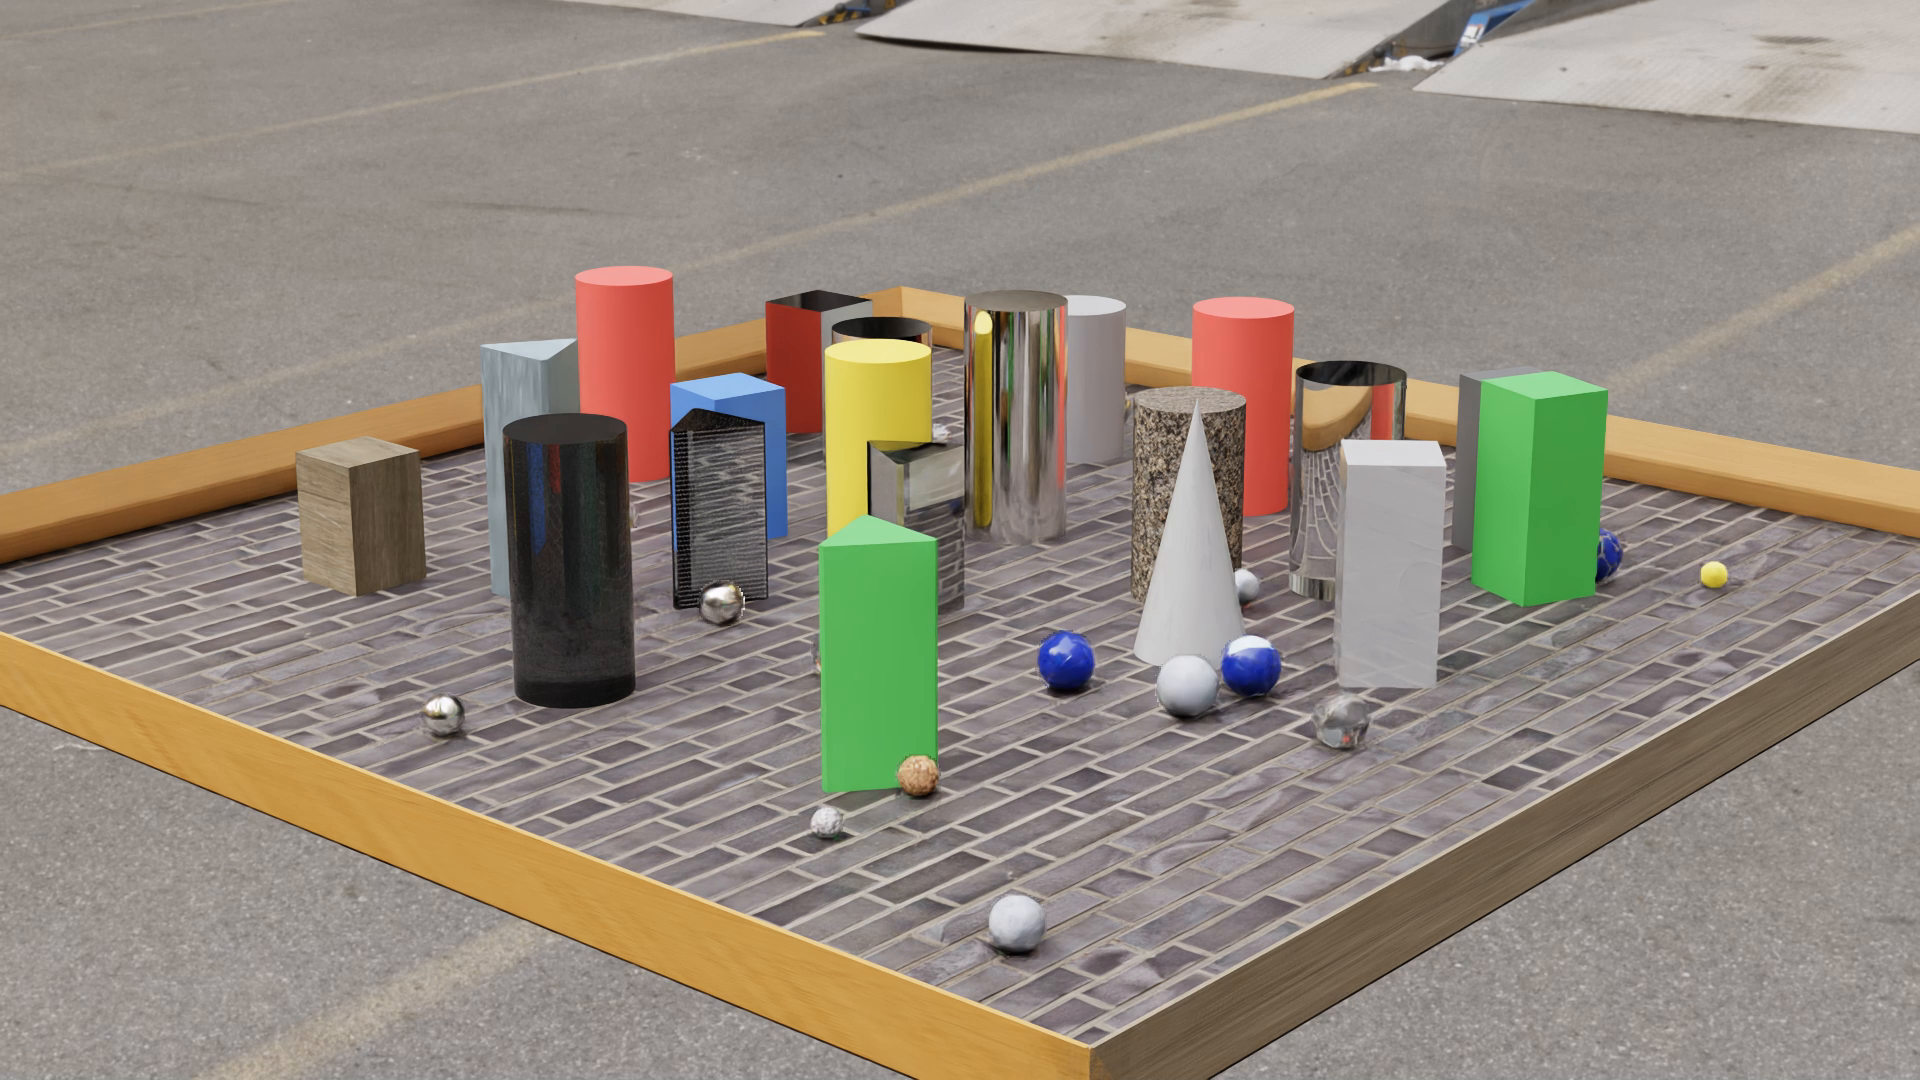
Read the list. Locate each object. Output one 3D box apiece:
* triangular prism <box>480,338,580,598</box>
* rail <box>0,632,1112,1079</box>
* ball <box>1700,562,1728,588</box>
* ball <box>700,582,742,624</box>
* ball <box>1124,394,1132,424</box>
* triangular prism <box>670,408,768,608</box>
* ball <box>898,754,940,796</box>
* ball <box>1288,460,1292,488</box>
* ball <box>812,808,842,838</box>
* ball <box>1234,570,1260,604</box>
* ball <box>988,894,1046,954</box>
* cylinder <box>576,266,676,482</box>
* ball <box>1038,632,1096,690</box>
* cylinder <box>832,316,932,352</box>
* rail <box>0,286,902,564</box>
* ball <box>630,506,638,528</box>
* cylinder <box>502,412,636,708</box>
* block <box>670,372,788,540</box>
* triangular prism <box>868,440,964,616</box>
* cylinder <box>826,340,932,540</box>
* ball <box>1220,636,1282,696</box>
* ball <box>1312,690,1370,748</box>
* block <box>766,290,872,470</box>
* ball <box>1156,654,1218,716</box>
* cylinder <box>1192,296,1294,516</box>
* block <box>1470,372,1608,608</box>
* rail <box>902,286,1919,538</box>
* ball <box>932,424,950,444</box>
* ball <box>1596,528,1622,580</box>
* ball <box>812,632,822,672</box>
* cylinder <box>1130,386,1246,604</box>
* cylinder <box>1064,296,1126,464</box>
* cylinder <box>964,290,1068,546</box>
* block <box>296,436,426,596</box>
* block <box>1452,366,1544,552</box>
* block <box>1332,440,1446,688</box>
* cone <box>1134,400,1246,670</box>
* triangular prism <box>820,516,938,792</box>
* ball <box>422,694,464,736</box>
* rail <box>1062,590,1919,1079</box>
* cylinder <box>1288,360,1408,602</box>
[{"bbox_3d":[-0.711,-0.120,5.076,0.166,0.443,0.144,15,22,40],"label":"triangular prism"},{"bbox_3d":[-0.917,0.336,4.110,2.842,0.125,0.045,14,22,39],"label":"rail"},{"bbox_3d":[1.326,0.062,5.156,0.047,0.047,0.047,0,17,0],"label":"ball"},{"bbox_3d":[-0.404,0.107,4.964,0.073,0.073,0.073,0,17,0],"label":"ball"},{"bbox_3d":[0.321,-0.279,6.217,0.086,0.086,0.086,0,17,0],"label":"ball"},{"bbox_3d":[-0.437,-0.060,5.096,0.166,0.315,0.144,-6,18,-20],"label":"triangular prism"},{"bbox_3d":[-0.060,0.339,4.217,0.060,0.060,0.060,0,17,0],"label":"ball"},{"bbox_3d":[0.678,-0.128,5.695,0.089,0.089,0.089,0,17,0],"label":"ball"},{"bbox_3d":[-0.185,0.393,4.068,0.043,0.043,0.043,0,17,0],"label":"ball"},{"bbox_3d":[0.484,0.081,5.033,0.059,0.059,0.059,0,17,0],"label":"ball"},{"bbox_3d":[0.072,0.485,3.708,0.073,0.073,0.073,0,17,0],"label":"ball"},{"bbox_3d":[-0.664,-0.332,5.854,0.192,0.398,0.192,0,17,0],"label":"cylinder"},{"bbox_3d":[0.169,0.192,4.648,0.092,0.092,0.092,0,17,0],"label":"ball"},{"bbox_3d":[-0.149,-0.240,5.638,0.192,0.346,0.192,0,17,0],"label":"cylinder"},{"bbox_3d":[-1.055,-0.234,5.998,0.045,0.125,2.843,14,22,39],"label":"rail"},{"bbox_3d":[-0.630,-0.044,5.509,0.047,0.047,0.047,0,17,0],"label":"ball"},{"bbox_3d":[-0.612,0.031,4.602,0.192,0.427,0.192,0,17,0],"label":"cylinder"},{"bbox_3d":[-0.429,-0.149,5.447,0.154,0.283,0.154,-12,21,-35],"label":"block"},{"bbox_3d":[-0.101,-0.018,4.999,0.144,0.291,0.166,14,21,38],"label":"triangular prism"},{"bbox_3d":[-0.148,-0.163,5.342,0.192,0.371,0.192,0,17,0],"label":"cylinder"},{"bbox_3d":[0.458,0.199,4.618,0.096,0.096,0.096,0,17,0],"label":"ball"},{"bbox_3d":[0.572,0.269,4.401,0.087,0.087,0.087,0,17,0],"label":"ball"},{"bbox_3d":[-0.285,-0.329,5.972,0.154,0.324,0.154,14,22,38],"label":"block"},{"bbox_3d":[0.352,0.225,4.532,0.096,0.096,0.096,0,17,0],"label":"ball"},{"bbox_3d":[0.539,-0.257,5.628,0.192,0.386,0.192,0,17,0],"label":"cylinder"},{"bbox_3d":[1.007,-0.091,5.105,0.154,0.369,0.154,-8,19,-25],"label":"block"},{"bbox_3d":[0.917,-0.274,6.131,2.842,0.125,0.045,14,22,39],"label":"rail"},{"bbox_3d":[-0.052,-0.208,6.023,0.063,0.063,0.063,0,17,0],"label":"ball"},{"bbox_3d":[1.123,0.025,5.188,0.096,0.096,0.096,0,17,0],"label":"ball"},{"bbox_3d":[-0.197,0.181,4.703,0.082,0.082,0.082,0,17,0],"label":"ball"},{"bbox_3d":[0.395,-0.074,5.083,0.192,0.350,0.192,0,17,0],"label":"cylinder"},{"bbox_3d":[0.242,-0.331,6.008,0.192,0.307,0.192,0,17,0],"label":"cylinder"},{"bbox_3d":[0.103,-0.229,5.439,0.192,0.440,0.192,0,17,0],"label":"cylinder"},{"bbox_3d":[-1.058,-0.044,5.183,0.154,0.234,0.154,15,22,40],"label":"block"},{"bbox_3d":[1.011,-0.137,5.341,0.154,0.322,0.154,-8,18,-24],"label":"block"},{"bbox_3d":[0.684,0.037,4.686,0.154,0.366,0.154,1,17,3],"label":"block"},{"bbox_3d":[0.382,-0.023,4.774,0.192,0.431,0.192,0,17,0],"label":"cone"},{"bbox_3d":[-0.127,0.161,4.266,0.166,0.371,0.144,-3,17,-10],"label":"triangular prism"},{"bbox_3d":[-0.786,0.265,4.454,0.063,0.063,0.063,0,17,0],"label":"ball"},{"bbox_3d":[1.055,0.296,4.243,0.045,0.125,2.843,14,22,39],"label":"rail"},{"bbox_3d":[0.676,-0.104,5.120,0.192,0.385,0.192,0,17,0],"label":"cylinder"}]
